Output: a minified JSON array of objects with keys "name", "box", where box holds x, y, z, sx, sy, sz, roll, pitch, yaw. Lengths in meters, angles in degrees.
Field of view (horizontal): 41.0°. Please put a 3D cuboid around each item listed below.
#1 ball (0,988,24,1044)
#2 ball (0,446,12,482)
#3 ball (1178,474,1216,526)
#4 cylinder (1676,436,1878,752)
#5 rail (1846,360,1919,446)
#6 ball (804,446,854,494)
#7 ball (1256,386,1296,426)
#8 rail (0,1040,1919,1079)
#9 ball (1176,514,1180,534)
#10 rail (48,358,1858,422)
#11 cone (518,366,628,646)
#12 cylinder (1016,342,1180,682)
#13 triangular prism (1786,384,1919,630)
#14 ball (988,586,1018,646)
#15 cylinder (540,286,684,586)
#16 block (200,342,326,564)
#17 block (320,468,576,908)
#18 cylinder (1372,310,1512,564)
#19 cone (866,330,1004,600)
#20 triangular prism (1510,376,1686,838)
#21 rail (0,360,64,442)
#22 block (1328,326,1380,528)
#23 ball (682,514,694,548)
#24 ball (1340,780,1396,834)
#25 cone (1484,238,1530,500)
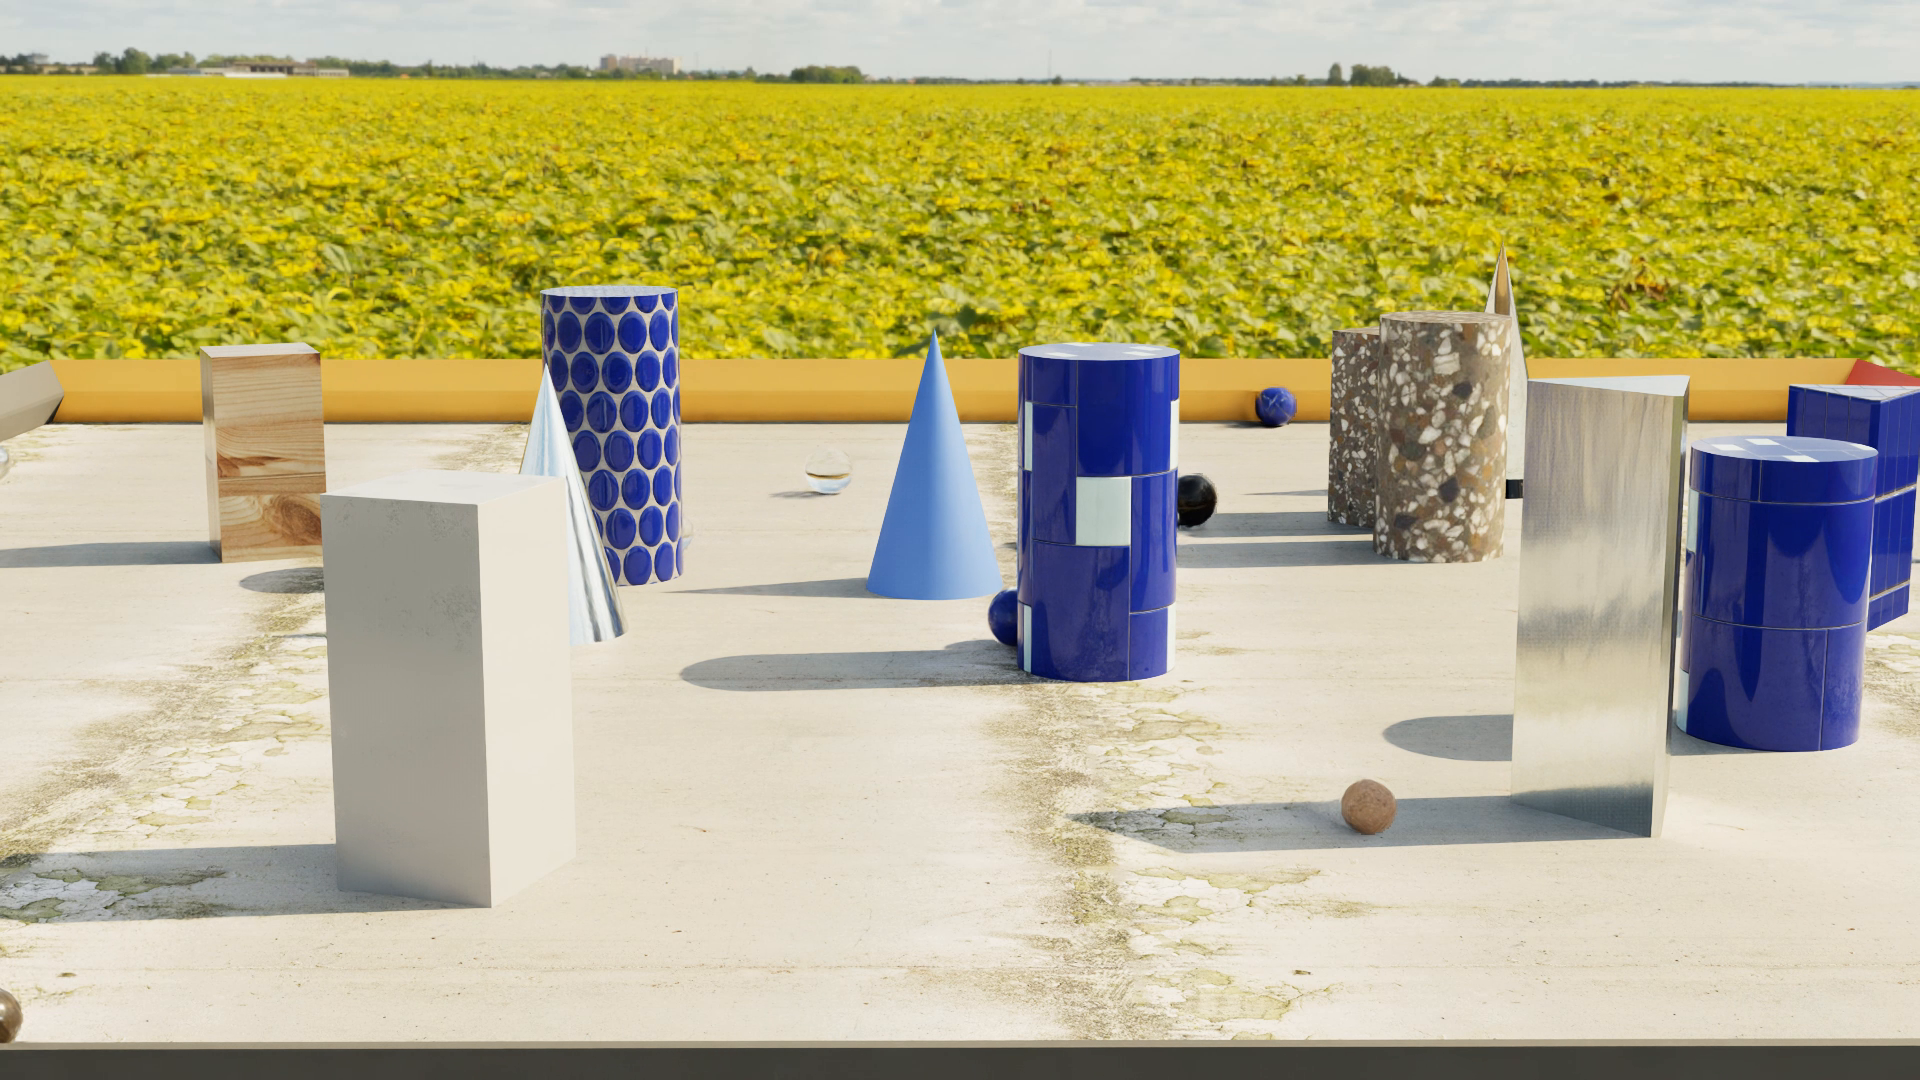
[{"name":"ball","box":[-0.725,0.358,1.913,0.049,0.049,0.049,0,11,0]},{"name":"ball","box":[-1.701,-0.134,4.490,0.076,0.076,0.076,0,11,0]},{"name":"ball","box":[0.367,-0.063,4.088,0.083,0.083,0.083,0,11,0]},{"name":"cylinder","box":[0.895,0.055,2.817,0.195,0.315,0.195,0,11,0]},{"name":"rail","box":[1.840,0.031,3.459,0.045,0.126,3.751,0,11,0]},{"name":"ball","box":[-0.224,-0.119,4.391,0.082,0.082,0.082,0,11,0]},{"name":"ball","box":[0.641,-0.272,5.221,0.081,0.081,0.081,0,11,0]},{"name":"rail","box":[0.011,0.370,1.628,3.728,0.126,0.045,0,11,0]},{"name":"ball","box":[0.281,-0.028,3.860,0.097,0.097,0.097,0,11,0]},{"name":"rail","box":[-0.011,-0.305,5.270,3.728,0.126,0.045,0,11,0]},{"name":"cone","box":[-0.529,-0.054,3.311,0.195,0.350,0.195,0,11,0]},{"name":"cylinder","box":[0.167,-0.037,3.121,0.195,0.386,0.195,0,11,0]},{"name":"triangular prism","box":[1.164,-0.049,3.406,0.146,0.305,0.169,8,13,38]},{"name":"ball","box":[0.073,0.097,3.246,0.077,0.077,0.077,0,11,0]},{"name":"cylinder","box":[-0.498,-0.153,3.678,0.195,0.409,0.195,0,11,0]},{"name":"block","box":[-1.047,-0.134,3.861,0.156,0.306,0.156,-4,11,-22]},{"name":"block","box":[-0.457,0.128,2.308,0.156,0.358,0.156,4,11,19]},{"name":"cylinder","box":[0.724,-0.158,3.855,0.195,0.355,0.195,0,11,0]},{"name":"cone","box":[-0.036,-0.114,3.591,0.195,0.365,0.195,0,11,0]},{"name":"triangular prism","box":[0.661,0.055,2.517,0.146,0.424,0.169,-9,14,-41]},{"name":"rail","box":[-1.840,0.034,3.439,0.045,0.126,3.751,0,11,0]},{"name":"block","box":[0.703,-0.181,4.108,0.156,0.308,0.156,-9,14,-40]},{"name":"ball","box":[-0.431,-0.011,3.877,0.059,0.059,0.059,0,11,0]},{"name":"ball","box":[0.391,0.255,2.460,0.052,0.052,0.052,0,11,0]},{"name":"cone","box":[0.924,-0.300,4.406,0.195,0.433,0.195,0,11,0]}]
